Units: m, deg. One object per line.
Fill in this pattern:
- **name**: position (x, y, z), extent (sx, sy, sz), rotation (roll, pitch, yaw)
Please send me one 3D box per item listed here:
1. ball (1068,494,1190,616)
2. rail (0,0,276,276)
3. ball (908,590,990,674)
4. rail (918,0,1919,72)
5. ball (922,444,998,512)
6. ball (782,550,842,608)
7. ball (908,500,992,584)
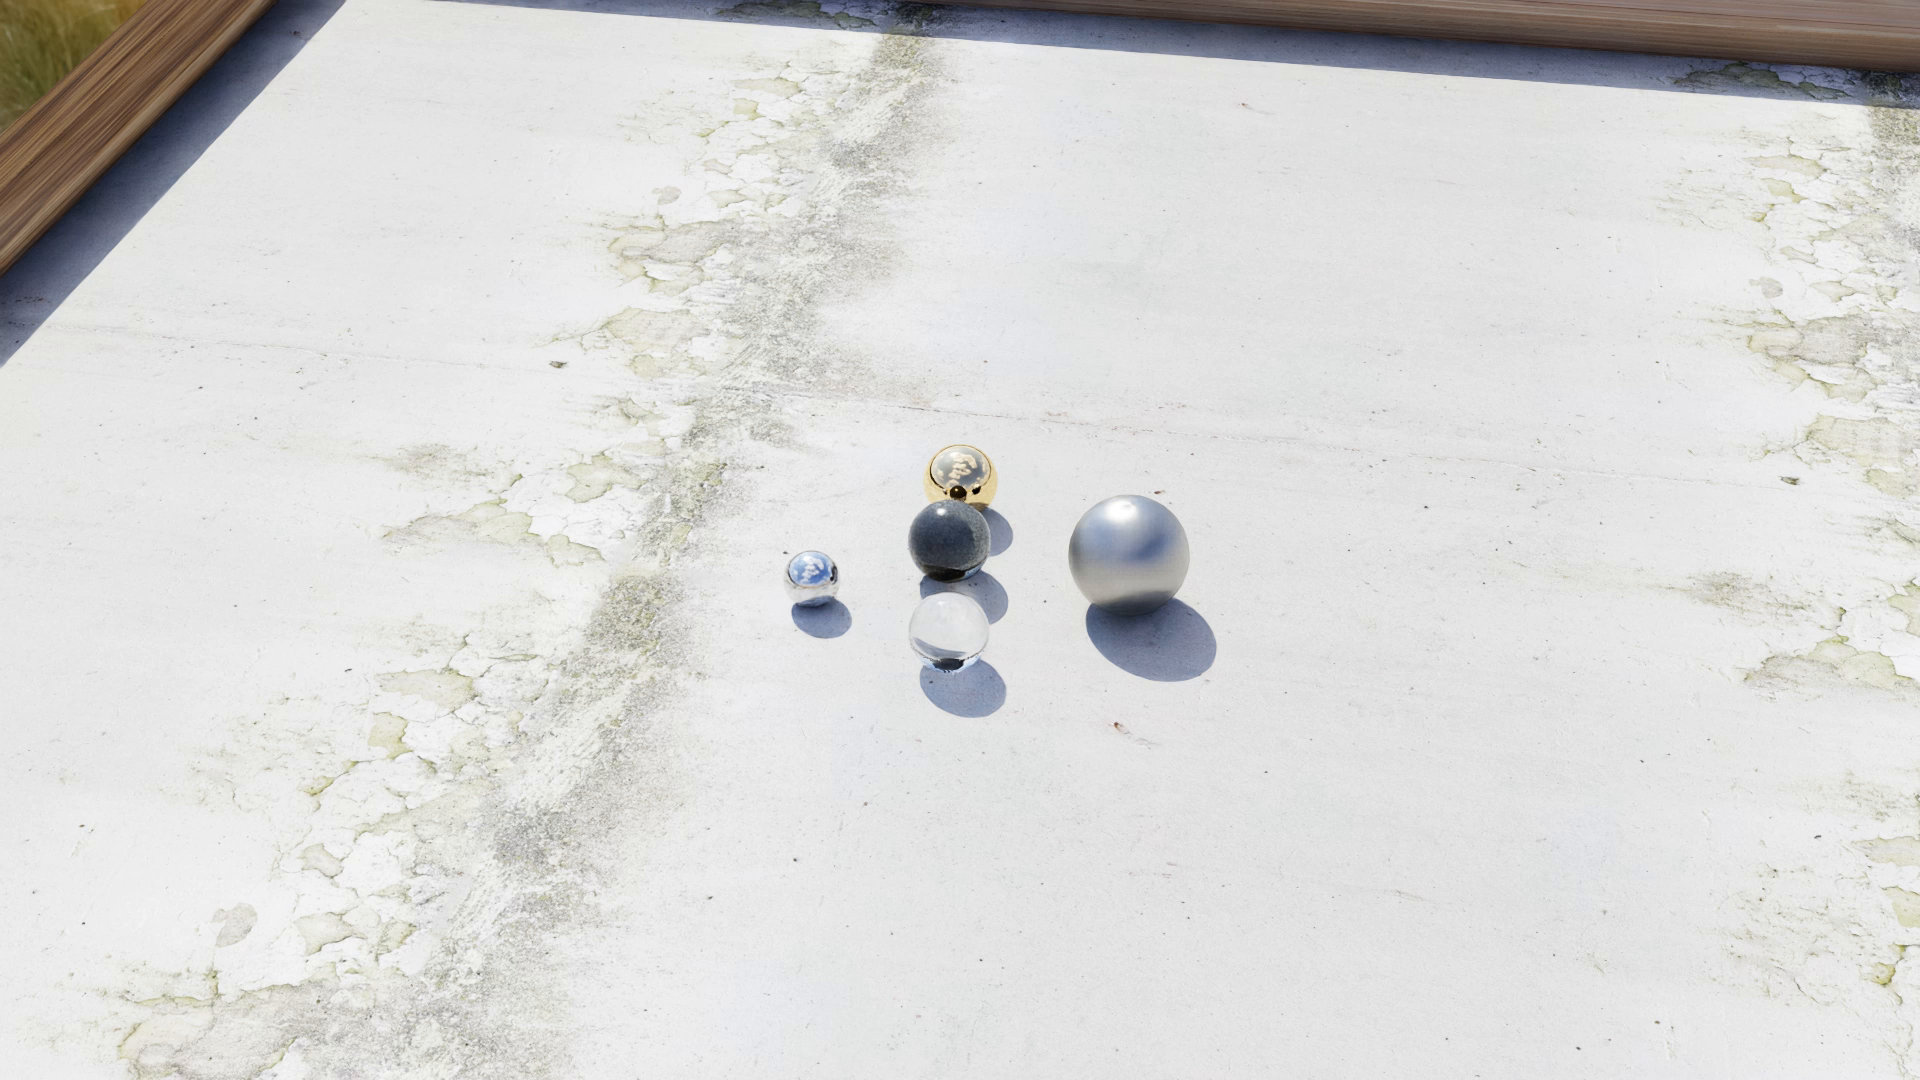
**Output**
- **ball**: position (0.121, 0.011, 1.842), extent (0.088, 0.088, 0.088), rotation (0, 35, 0)
- **rail**: position (-0.879, -0.112, 1.995), extent (0.045, 0.114, 2.082), rotation (6, 35, 8)
- **ball**: position (-0.008, 0.064, 1.792), extent (0.058, 0.058, 0.058), rotation (0, 35, 0)
- **rail**: position (1.081, -0.501, 2.556), extent (3.665, 0.114, 0.045), rotation (6, 35, 8)
- **ball**: position (0.000, -0.045, 1.949), extent (0.057, 0.057, 0.057), rotation (0, 35, 0)
- **ball**: position (-0.107, 0.028, 1.857), extent (0.042, 0.042, 0.042), rotation (0, 35, 0)
- **ball**: position (-0.008, 0.001, 1.880), extent (0.061, 0.061, 0.061), rotation (0, 35, 0)
